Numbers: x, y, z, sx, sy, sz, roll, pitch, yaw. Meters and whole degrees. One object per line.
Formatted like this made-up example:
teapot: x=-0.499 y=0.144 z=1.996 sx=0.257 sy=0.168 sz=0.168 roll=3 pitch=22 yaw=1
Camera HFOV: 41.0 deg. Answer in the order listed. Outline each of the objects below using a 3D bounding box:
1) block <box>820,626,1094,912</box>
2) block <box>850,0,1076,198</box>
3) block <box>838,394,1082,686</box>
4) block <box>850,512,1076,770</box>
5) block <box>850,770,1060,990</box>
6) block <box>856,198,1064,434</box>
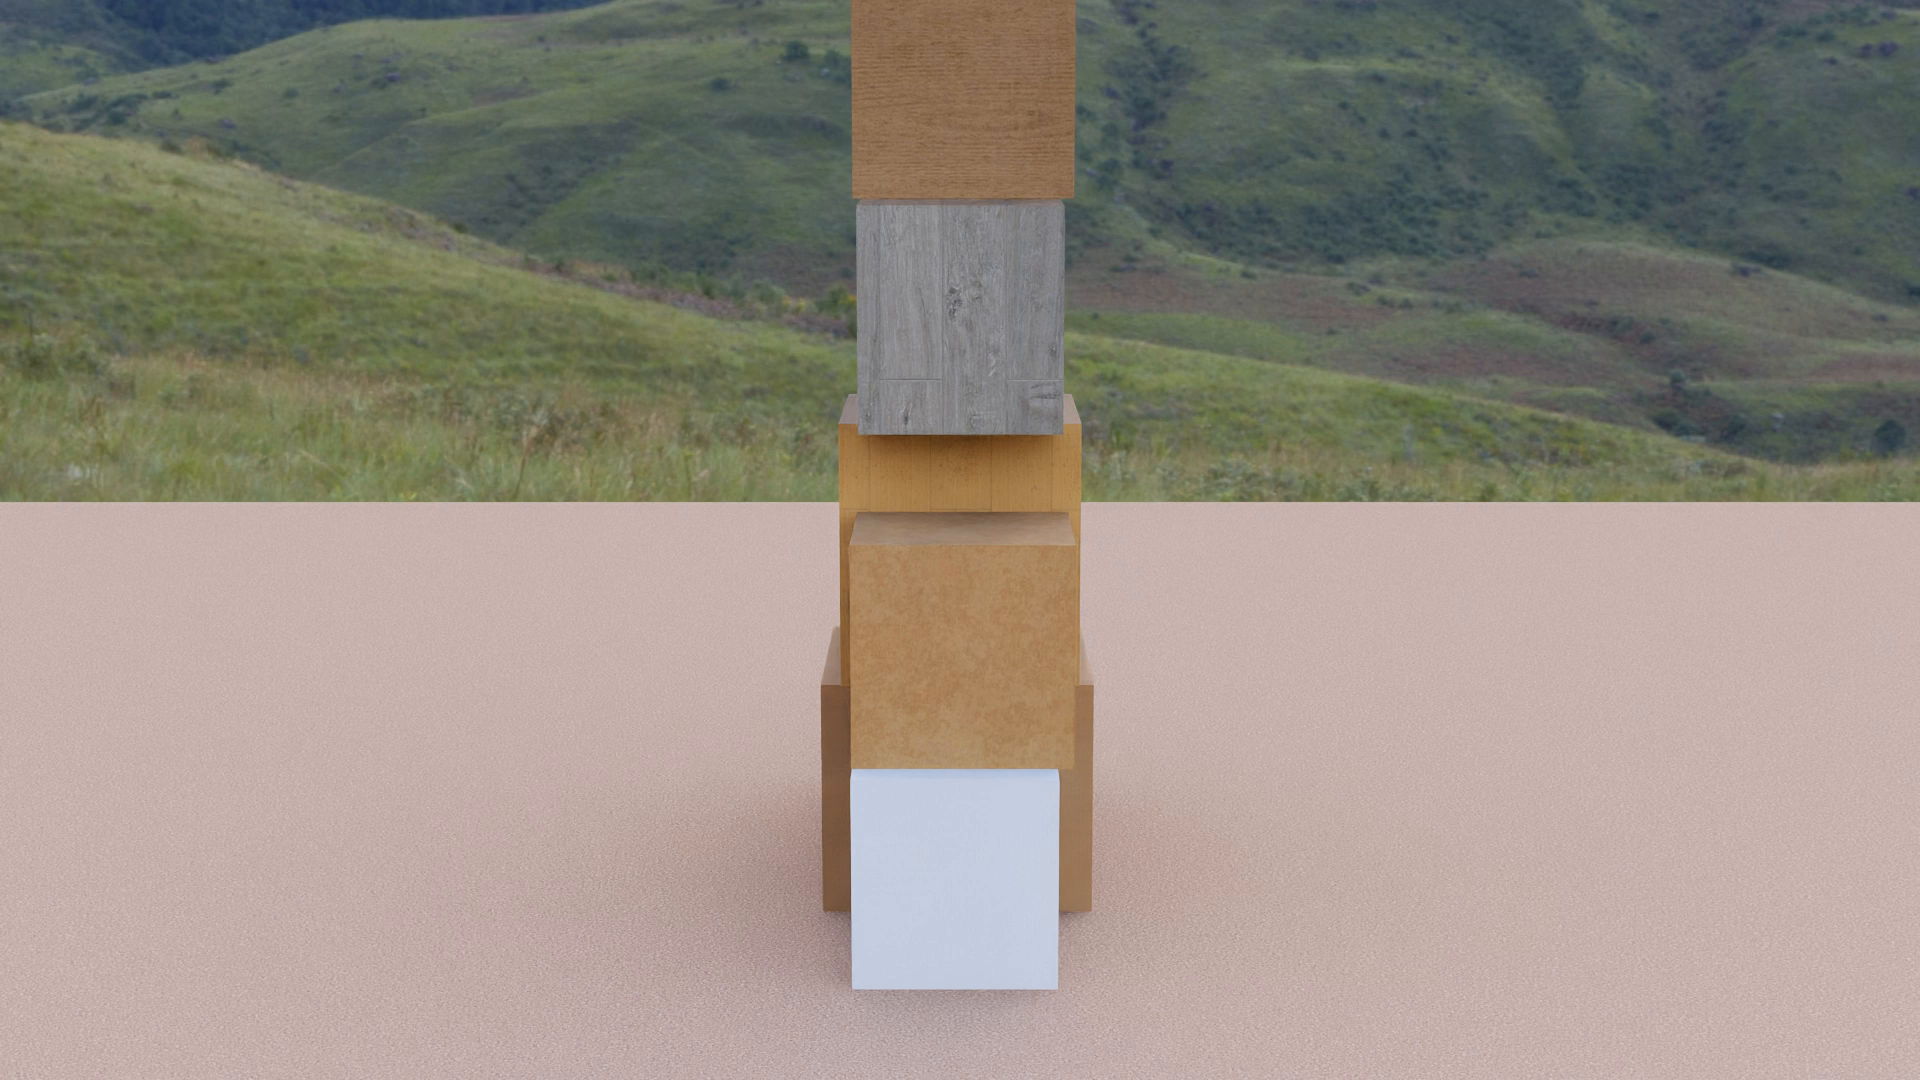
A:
block: x=-0.011 y=0.988 z=11.375 sx=1.142 sy=0.987 sz=1.155 roll=0 pitch=10 yaw=0
block: x=0.013 y=-1.945 z=10.832 sx=0.910 sy=0.967 sz=0.806 roll=0 pitch=10 yaw=0
block: x=0.000 y=-0.022 z=11.088 sx=0.996 sy=1.103 sz=0.984 roll=0 pitch=10 yaw=0
block: x=0.011 y=0.387 z=10.265 sx=0.867 sy=0.885 sz=0.761 roll=0 pitch=10 yaw=0
block: x=-0.019 y=1.248 z=10.351 sx=0.800 sy=0.840 sz=0.933 roll=0 pitch=10 yaw=0
block: x=0.002 y=-0.938 z=10.516 sx=0.816 sy=0.904 sz=0.831 roll=0 pitch=10 yaw=0
